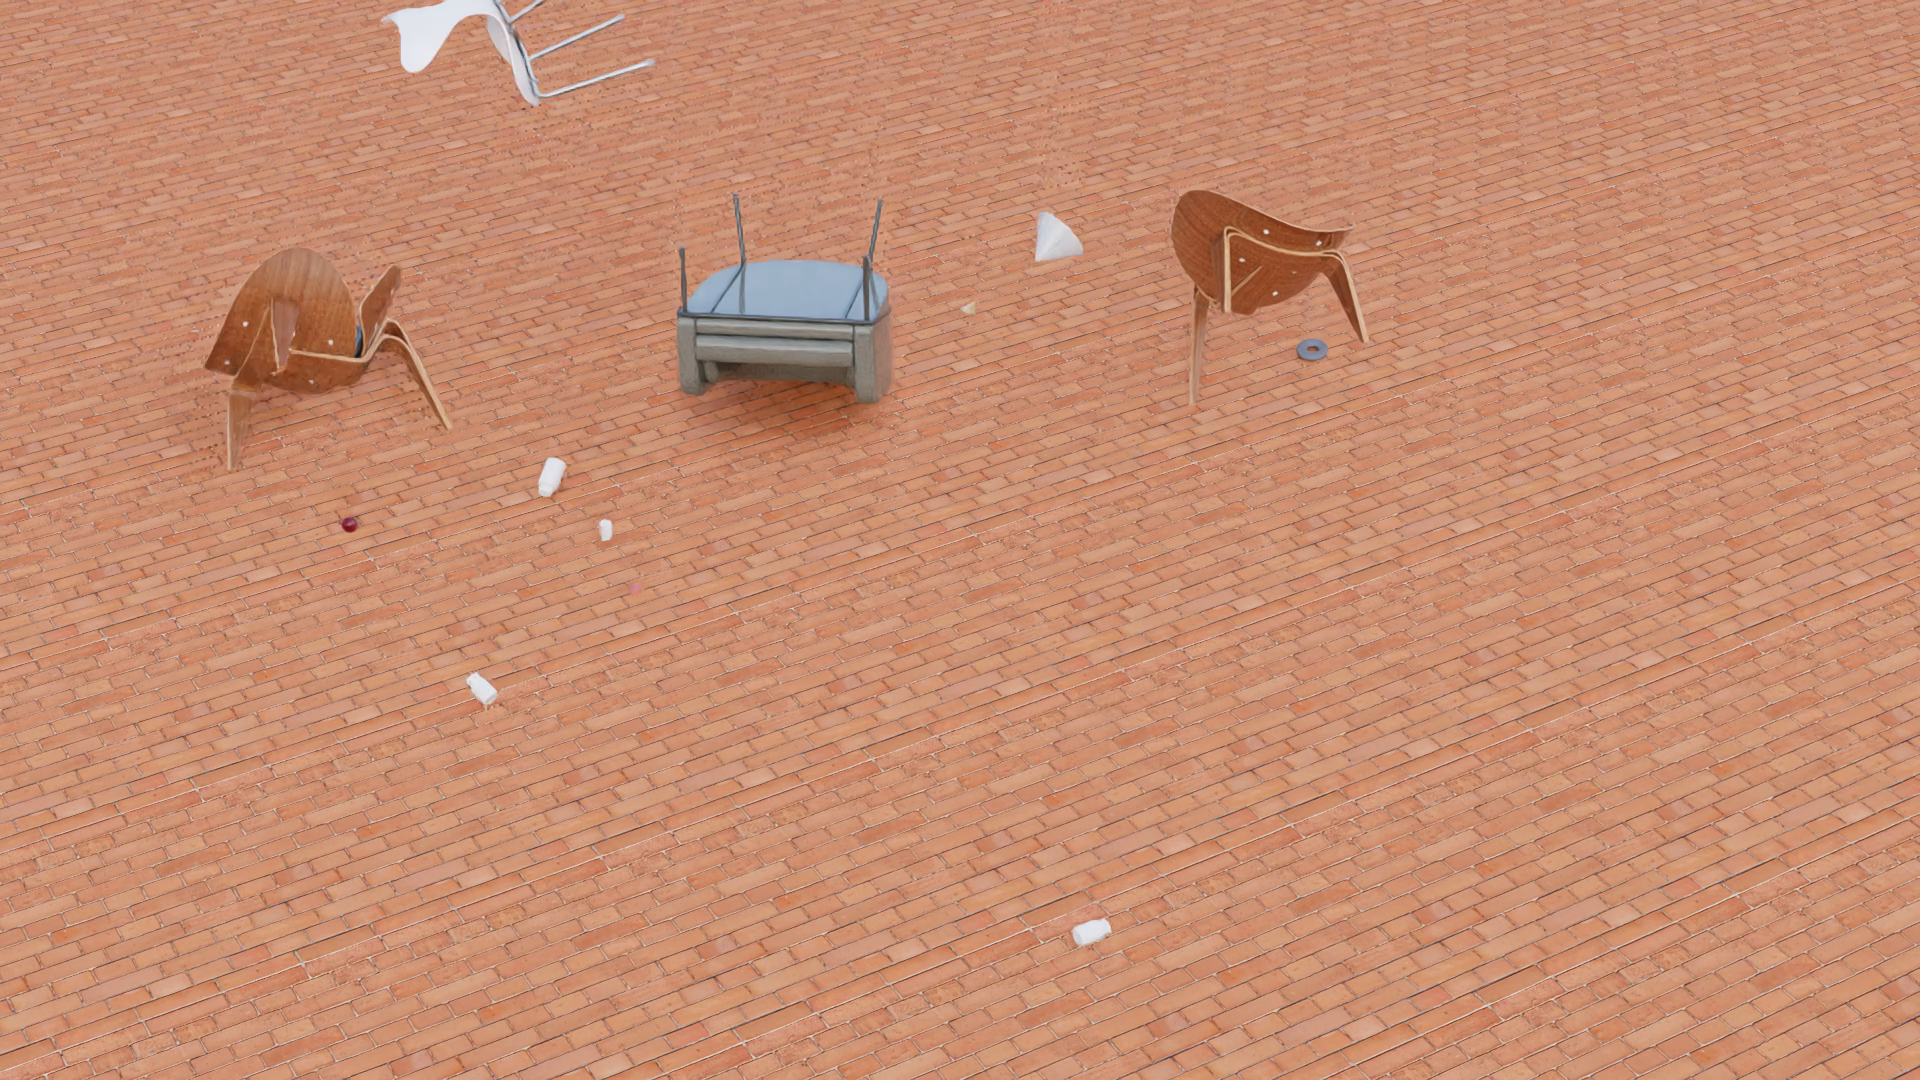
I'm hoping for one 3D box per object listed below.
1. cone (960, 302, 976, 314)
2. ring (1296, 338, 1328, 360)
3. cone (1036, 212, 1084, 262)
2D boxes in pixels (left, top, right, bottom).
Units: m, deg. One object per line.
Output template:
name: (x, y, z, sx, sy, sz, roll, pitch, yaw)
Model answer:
cone: (0.048, -0.950, 11.892, 0.074, 0.060, 0.042, 11, 41, -39)
ring: (1.456, -0.786, 12.112, 0.130, 0.029, 0.171, 10, 34, 13)
cone: (0.368, -1.222, 12.265, 0.170, 0.252, 0.208, -48, 11, -18)
